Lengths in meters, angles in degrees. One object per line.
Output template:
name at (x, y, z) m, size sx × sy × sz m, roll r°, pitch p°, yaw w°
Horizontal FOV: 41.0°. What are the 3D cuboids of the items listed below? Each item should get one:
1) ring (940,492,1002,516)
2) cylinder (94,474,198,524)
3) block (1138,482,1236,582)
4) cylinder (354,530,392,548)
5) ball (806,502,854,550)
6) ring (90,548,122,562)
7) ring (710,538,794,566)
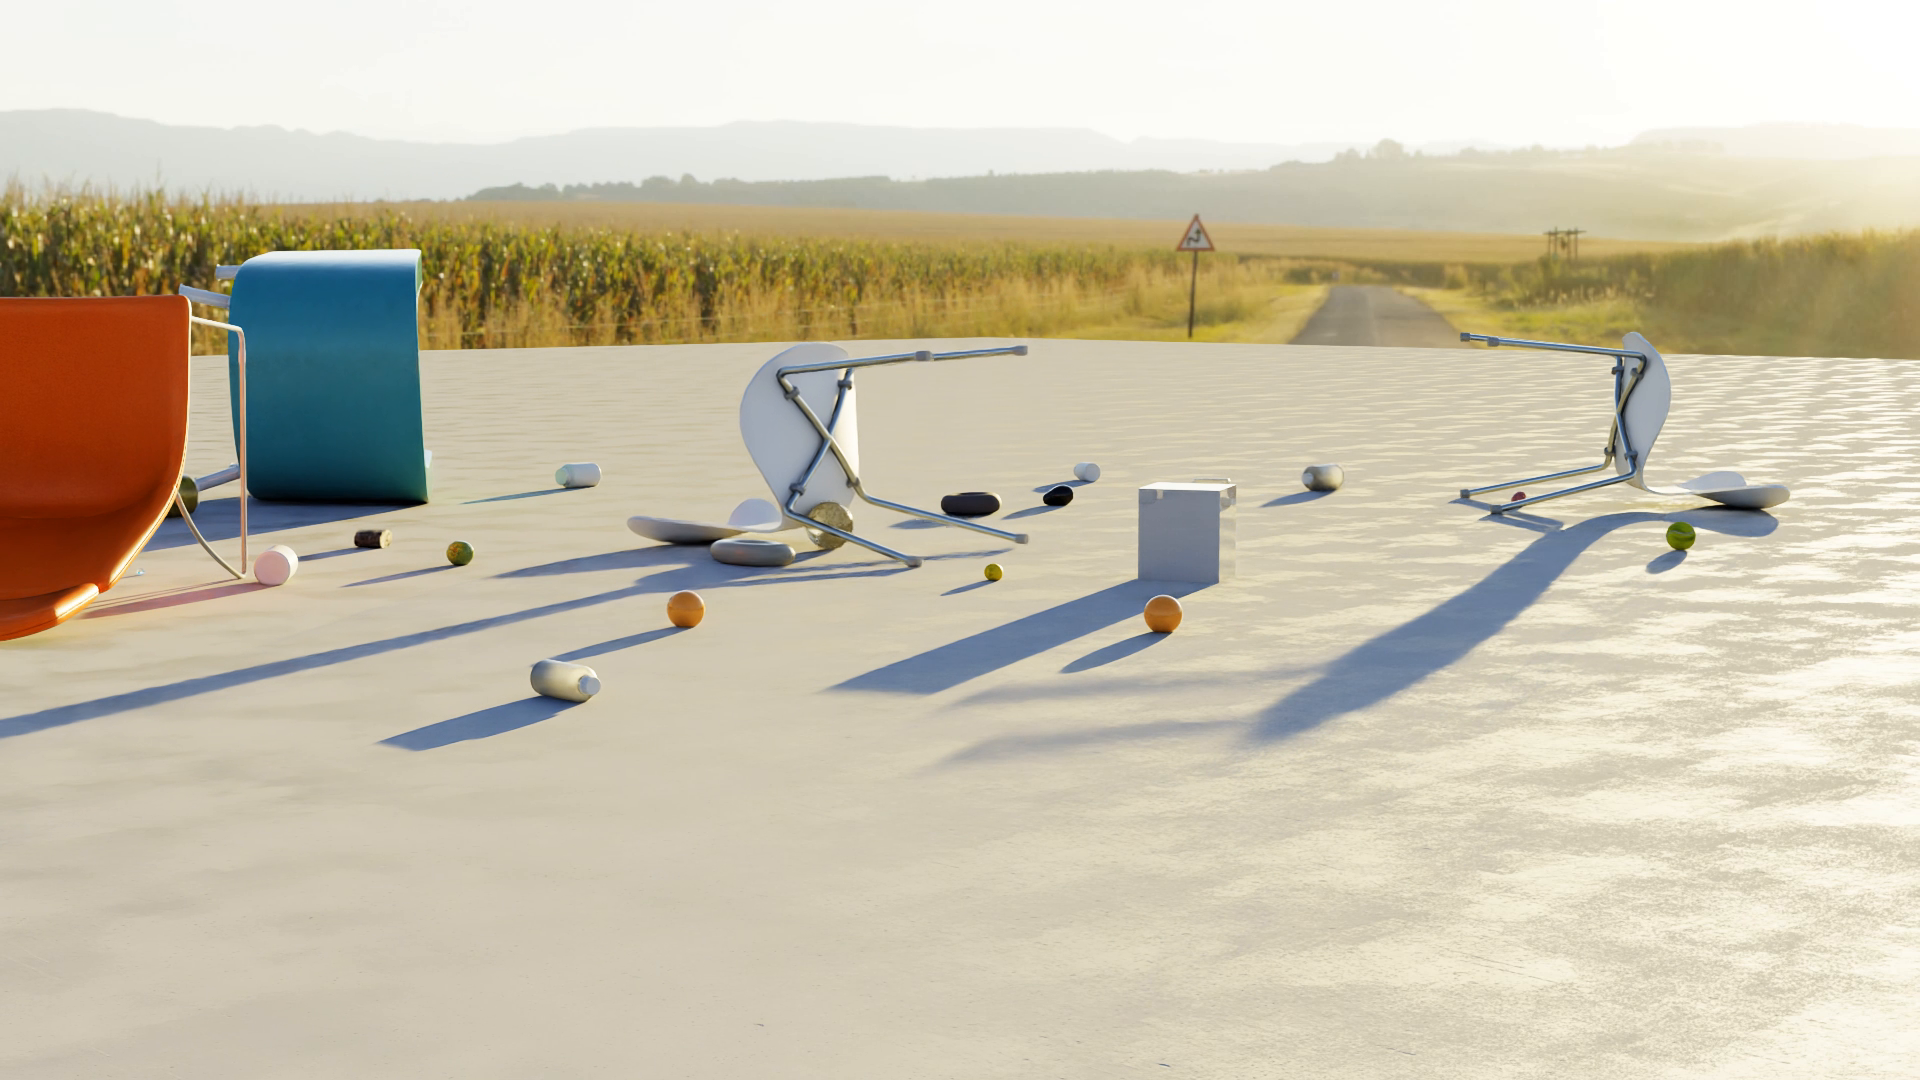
ring at (0.031, -0.102, 7.135) m, size 0.155 × 0.055 × 0.184 m, roll 4°, pitch 8°, yaw 44°
cylinder at (-2.196, -0.111, 6.929) m, size 0.113 × 0.116 × 0.256 m, roll -2°, pitch 3°, yaw 32°
block at (0.498, -0.018, 5.612) m, size 0.180 × 0.199 × 0.165 m, roll 2°, pitch 6°, yaw 18°
cylinder at (-1.427, -0.003, 6.241) m, size 0.066 × 0.042 × 0.081 m, roll 1°, pitch 9°, yaw 10°
ball at (-0.314, -0.035, 6.183) m, size 0.116 × 0.116 × 0.116 m, roll 0°, pitch 6°, yaw 0°
ring at (-1.985, 0.035, 5.964) m, size 0.060 × 0.022 × 0.106 m, roll 2°, pitch 7°, yaw 12°
ring at (-0.476, 0.029, 5.880) m, size 0.226 × 0.052 × 0.131 m, roll 5°, pitch 6°, yaw 34°
